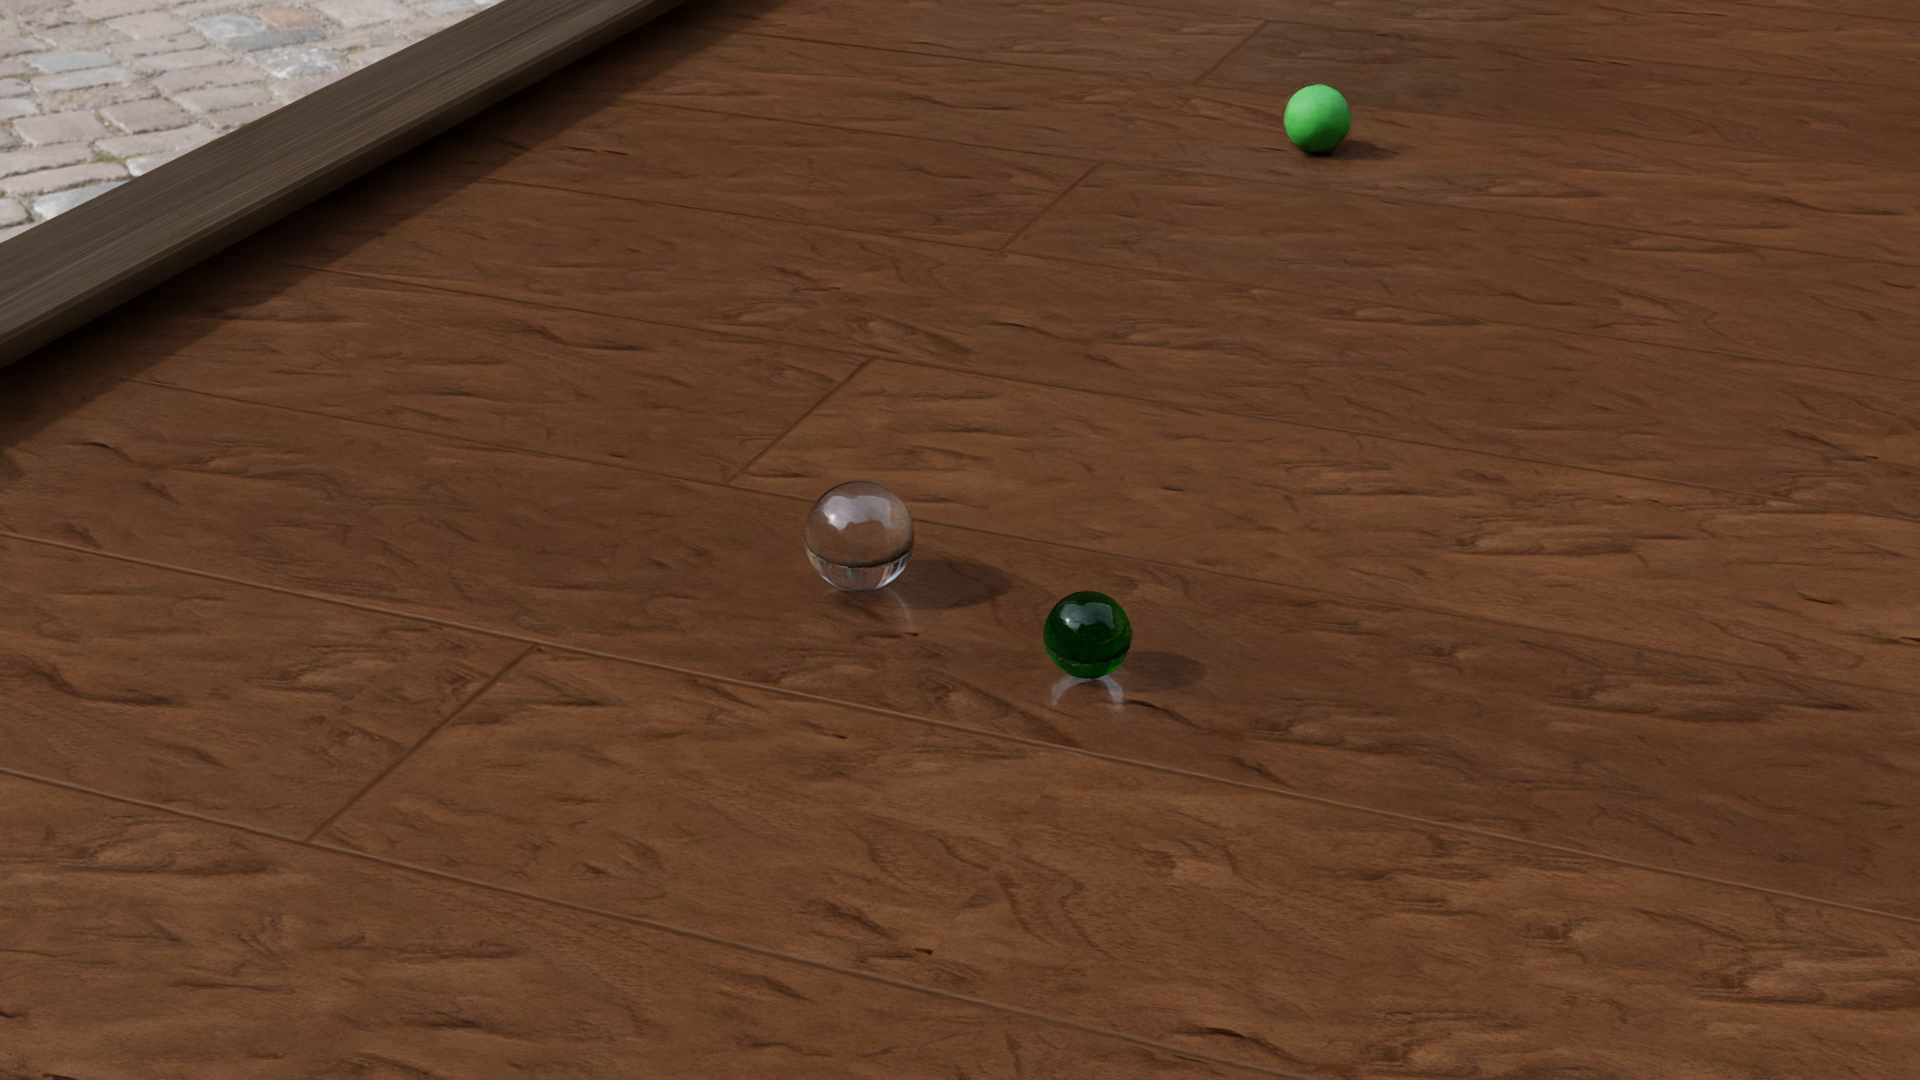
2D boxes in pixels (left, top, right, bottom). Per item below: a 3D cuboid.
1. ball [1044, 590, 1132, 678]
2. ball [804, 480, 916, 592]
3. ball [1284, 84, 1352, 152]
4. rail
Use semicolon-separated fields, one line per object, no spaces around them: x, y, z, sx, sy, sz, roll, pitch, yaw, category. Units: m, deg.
0.075;0.056;1.738;0.052;0.052;0.052;0;26;0;ball
-0.063;-0.002;1.839;0.070;0.070;0.070;0;26;0;ball
0.320;-0.377;2.632;0.060;0.060;0.060;0;26;0;ball
-0.416;-0.452;2.750;0.045;0.091;3.103;10;27;20;rail
